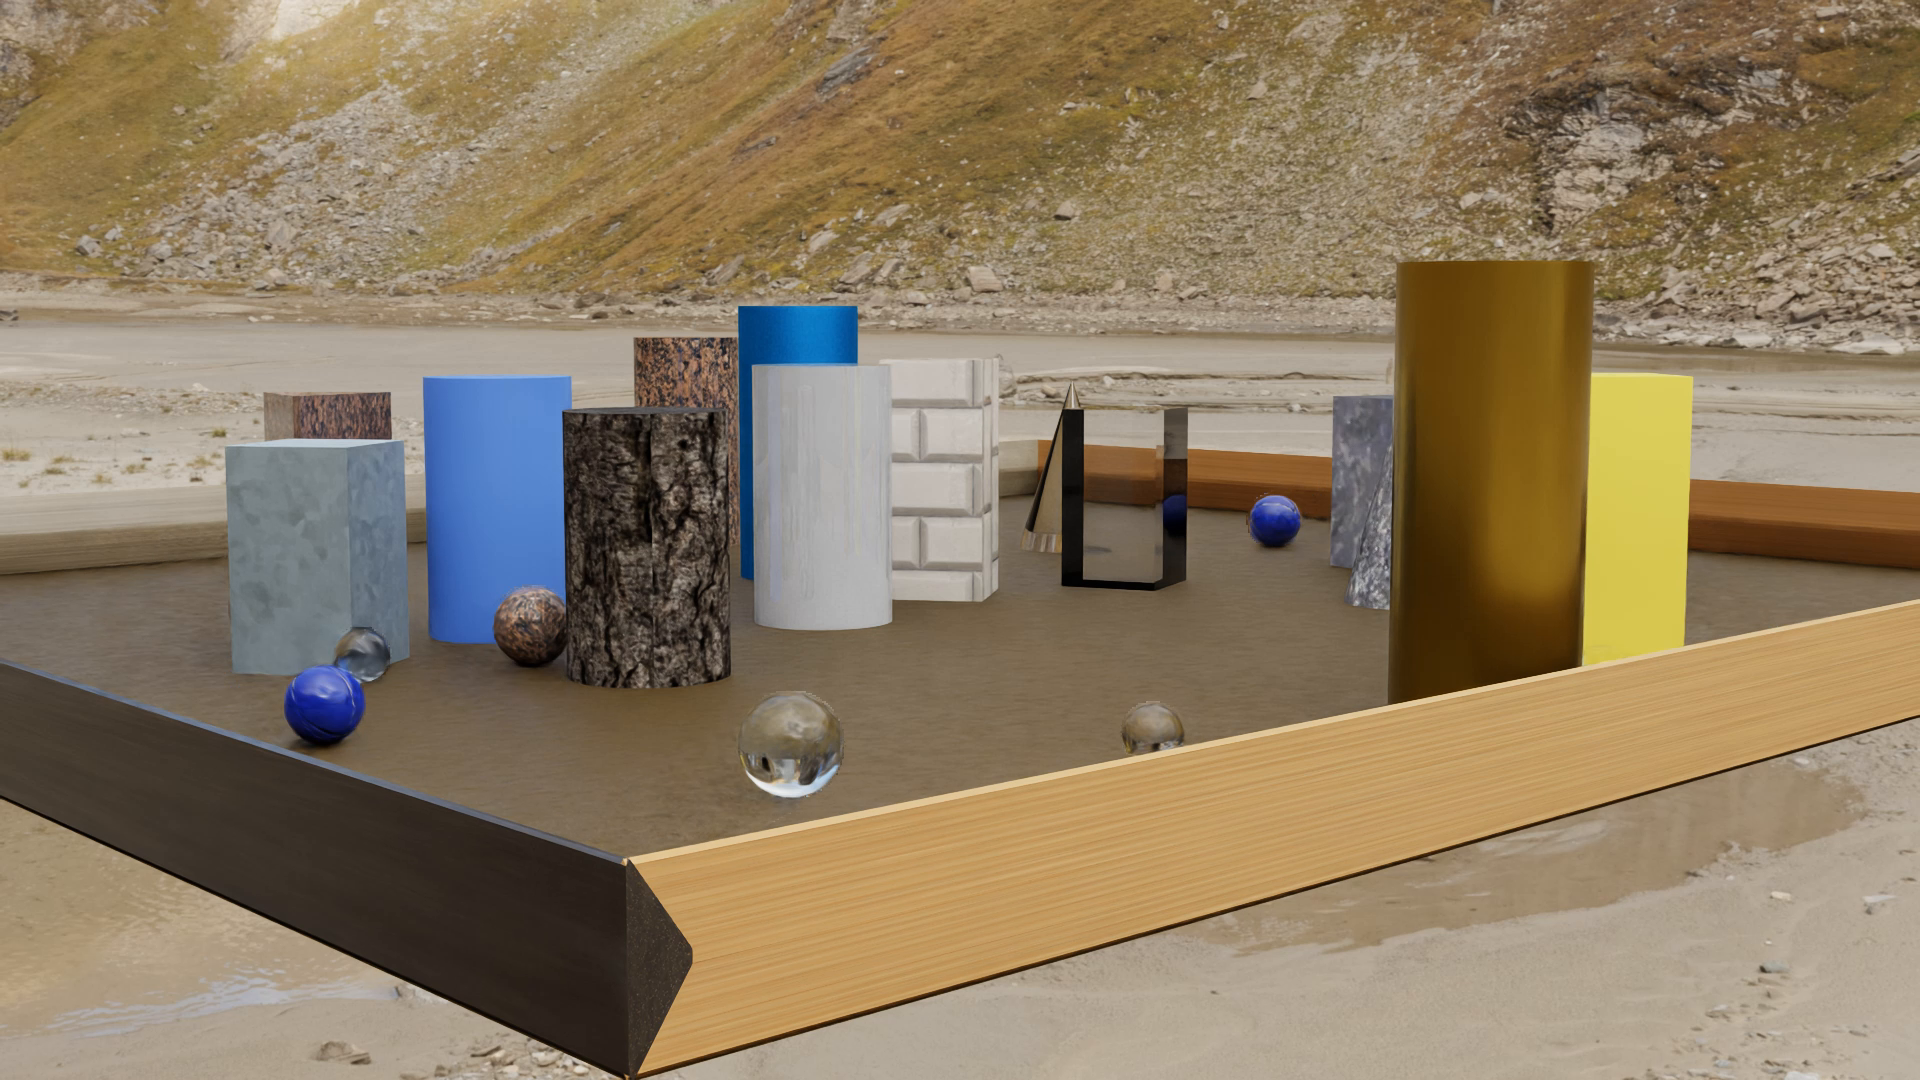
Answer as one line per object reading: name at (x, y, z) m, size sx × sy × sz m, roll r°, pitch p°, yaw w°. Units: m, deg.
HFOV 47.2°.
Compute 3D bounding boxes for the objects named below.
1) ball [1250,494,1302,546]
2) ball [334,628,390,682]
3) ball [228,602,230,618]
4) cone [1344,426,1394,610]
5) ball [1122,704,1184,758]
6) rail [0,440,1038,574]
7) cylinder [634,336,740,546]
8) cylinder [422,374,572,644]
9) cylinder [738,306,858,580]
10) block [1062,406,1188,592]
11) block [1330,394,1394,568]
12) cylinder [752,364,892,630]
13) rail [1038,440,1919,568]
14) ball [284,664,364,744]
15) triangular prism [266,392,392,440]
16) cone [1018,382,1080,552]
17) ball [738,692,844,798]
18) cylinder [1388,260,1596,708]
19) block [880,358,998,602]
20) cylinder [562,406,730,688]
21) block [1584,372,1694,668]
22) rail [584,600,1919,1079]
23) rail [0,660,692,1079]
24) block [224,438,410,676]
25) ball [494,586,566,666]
ball at (0.598, -0.037, 4.177) m, size 0.098 × 0.098 × 0.098 m, roll 0°, pitch 6°, yaw 0°
ball at (-0.719, 0.139, 2.642) m, size 0.065 × 0.065 × 0.065 m, roll 0°, pitch 6°, yaw 0°
ball at (-0.932, 0.092, 2.936) m, size 0.087 × 0.087 × 0.087 m, roll 0°, pitch 6°, yaw 0°
cone at (0.690, -0.096, 3.357) m, size 0.200 × 0.384 × 0.200 m, roll 0°, pitch 6°, yaw 0°
ball at (0.190, 0.191, 2.161) m, size 0.060 × 0.060 × 0.060 m, roll 0°, pitch 6°, yaw 0°
rail at (-0.931, -0.071, 4.335) m, size 3.097 × 0.130 × 0.045 m, roll -5°, pitch 8°, yaw -42°
cylinder at (-0.522, -0.190, 4.213) m, size 0.200 × 0.395 × 0.200 m, roll 0°, pitch 6°, yaw 0°
cylinder at (-0.634, -0.047, 3.032) m, size 0.200 × 0.355 × 0.200 m, roll 0°, pitch 6°, yaw 0°
cylinder at (-0.271, -0.166, 3.699) m, size 0.200 × 0.453 × 0.200 m, roll 0°, pitch 6°, yaw 0°
block at (0.270, -0.072, 3.598) m, size 0.160 × 0.287 × 0.160 m, roll 3°, pitch 7°, yaw 24°
block at (0.760, -0.100, 3.823) m, size 0.160 × 0.297 × 0.160 m, roll -3°, pitch 7°, yaw -29°
cylinder at (-0.197, -0.067, 3.158) m, size 0.200 × 0.368 × 0.200 m, roll 0°, pitch 6°, yaw 0°
rail at (1.121, -0.073, 4.360) m, size 0.045 × 0.130 × 2.792 m, roll -5°, pitch 8°, yaw -42°
ball at (-0.657, 0.170, 2.271) m, size 0.081 × 0.081 × 0.081 m, roll 0°, pitch 6°, yaw 0°
triangular prism at (-0.857, -0.037, 3.038) m, size 0.150 × 0.333 × 0.173 m, roll -3°, pitch 7°, yaw -30°
cone at (0.210, -0.145, 4.145) m, size 0.200 × 0.319 × 0.200 m, roll 0°, pitch 6°, yaw 0°
ball at (-0.155, 0.188, 2.018) m, size 0.096 × 0.096 × 0.096 m, roll 0°, pitch 6°, yaw 0°
cylinder at (0.553, -0.041, 2.300) m, size 0.200 × 0.494 × 0.200 m, roll 0°, pitch 6°, yaw 0°
block at (-0.031, -0.099, 3.455) m, size 0.160 × 0.370 × 0.160 m, roll 1°, pitch 6°, yaw 10°
cylinder at (-0.382, 0.004, 2.686) m, size 0.200 × 0.325 × 0.200 m, roll 0°, pitch 6°, yaw 0°
block at (0.768, -0.014, 2.643) m, size 0.160 × 0.369 × 0.160 m, roll 0°, pitch 6°, yaw -1°
rail at (0.931, 0.138, 2.329) m, size 3.097 × 0.130 × 0.045 m, roll -5°, pitch 8°, yaw -42°
rail at (-1.121, 0.141, 2.303) m, size 0.045 × 0.130 × 2.792 m, roll -5°, pitch 8°, yaw -42°
block at (-0.804, 0.018, 2.761) m, size 0.160 × 0.281 × 0.160 m, roll 1°, pitch 6°, yaw 11°
ball at (-0.538, 0.109, 2.771) m, size 0.099 × 0.099 × 0.099 m, roll 0°, pitch 6°, yaw 0°
